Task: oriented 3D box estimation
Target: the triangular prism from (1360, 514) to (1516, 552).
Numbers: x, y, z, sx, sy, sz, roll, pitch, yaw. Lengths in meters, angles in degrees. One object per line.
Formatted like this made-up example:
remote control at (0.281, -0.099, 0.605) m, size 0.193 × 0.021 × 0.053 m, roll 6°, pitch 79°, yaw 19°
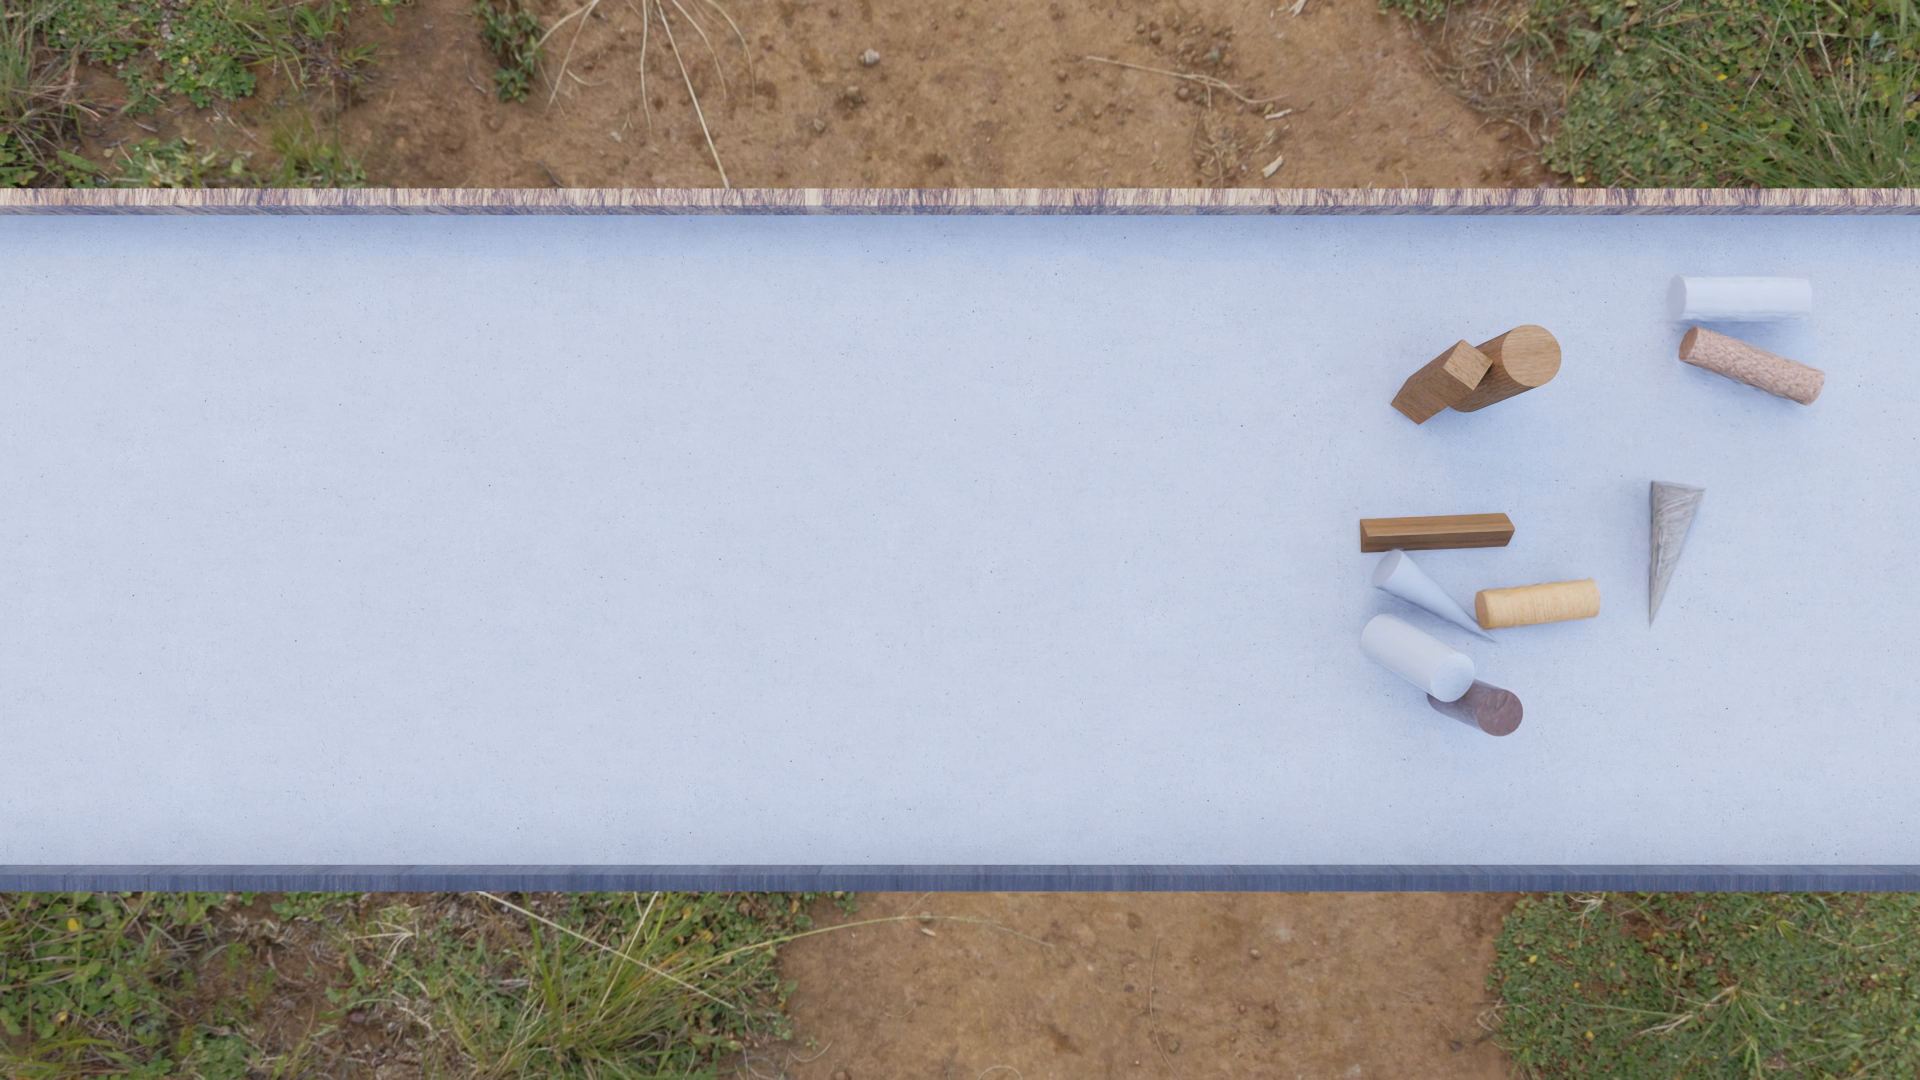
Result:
triangular prism at (1.456, -0.023, 5.030) m, size 0.447 × 0.087 × 0.101 m, roll -2°, pitch 90°, yaw 0°

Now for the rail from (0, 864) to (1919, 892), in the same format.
rail at (-2.247, 1.025, 5.001) m, size 12.000 × 0.150 × 0.050 m, roll 0°, pitch 90°, yaw 0°

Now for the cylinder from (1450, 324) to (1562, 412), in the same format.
cylinder at (1.579, -0.500, 4.852) m, size 0.179 × 0.426 × 0.179 m, roll 1°, pitch 84°, yaw -8°

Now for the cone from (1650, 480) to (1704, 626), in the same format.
cone at (2.149, 0.056, 5.039) m, size 0.154 × 0.154 × 0.455 m, roll 7°, pitch 100°, yaw 0°

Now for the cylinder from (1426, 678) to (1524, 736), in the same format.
cylinder at (1.511, 0.478, 4.859) m, size 0.135 × 0.429 × 0.135 m, roll 0°, pitch 92°, yaw -2°

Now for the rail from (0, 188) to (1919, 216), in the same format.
rail at (-2.247, -1.025, 5.002) m, size 12.000 × 0.150 × 0.050 m, roll 0°, pitch 90°, yaw 0°

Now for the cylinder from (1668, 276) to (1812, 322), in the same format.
cylinder at (2.364, -0.731, 5.009) m, size 0.374 × 0.136 × 0.136 m, roll 0°, pitch 90°, yaw 0°

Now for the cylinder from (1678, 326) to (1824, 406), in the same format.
cylinder at (2.407, -0.530, 5.022) m, size 0.406 × 0.110 × 0.110 m, roll 20°, pitch 90°, yaw 0°

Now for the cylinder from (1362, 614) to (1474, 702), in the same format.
cylinder at (1.352, 0.345, 4.886) m, size 0.150 × 0.352 × 0.150 m, roll -6°, pitch 109°, yaw -19°

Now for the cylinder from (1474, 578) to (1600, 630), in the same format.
cylinder at (1.755, 0.194, 5.016) m, size 0.340 × 0.119 × 0.119 m, roll -6°, pitch 90°, yaw 0°

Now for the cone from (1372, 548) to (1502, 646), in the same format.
cone at (1.482, 0.206, 5.042) m, size 0.452 × 0.137 × 0.137 m, roll 33°, pitch 90°, yaw -9°

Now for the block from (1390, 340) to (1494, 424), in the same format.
block at (1.415, -0.461, 4.864) m, size 0.108 × 0.410 × 0.108 m, roll 36°, pitch 78°, yaw 1°
